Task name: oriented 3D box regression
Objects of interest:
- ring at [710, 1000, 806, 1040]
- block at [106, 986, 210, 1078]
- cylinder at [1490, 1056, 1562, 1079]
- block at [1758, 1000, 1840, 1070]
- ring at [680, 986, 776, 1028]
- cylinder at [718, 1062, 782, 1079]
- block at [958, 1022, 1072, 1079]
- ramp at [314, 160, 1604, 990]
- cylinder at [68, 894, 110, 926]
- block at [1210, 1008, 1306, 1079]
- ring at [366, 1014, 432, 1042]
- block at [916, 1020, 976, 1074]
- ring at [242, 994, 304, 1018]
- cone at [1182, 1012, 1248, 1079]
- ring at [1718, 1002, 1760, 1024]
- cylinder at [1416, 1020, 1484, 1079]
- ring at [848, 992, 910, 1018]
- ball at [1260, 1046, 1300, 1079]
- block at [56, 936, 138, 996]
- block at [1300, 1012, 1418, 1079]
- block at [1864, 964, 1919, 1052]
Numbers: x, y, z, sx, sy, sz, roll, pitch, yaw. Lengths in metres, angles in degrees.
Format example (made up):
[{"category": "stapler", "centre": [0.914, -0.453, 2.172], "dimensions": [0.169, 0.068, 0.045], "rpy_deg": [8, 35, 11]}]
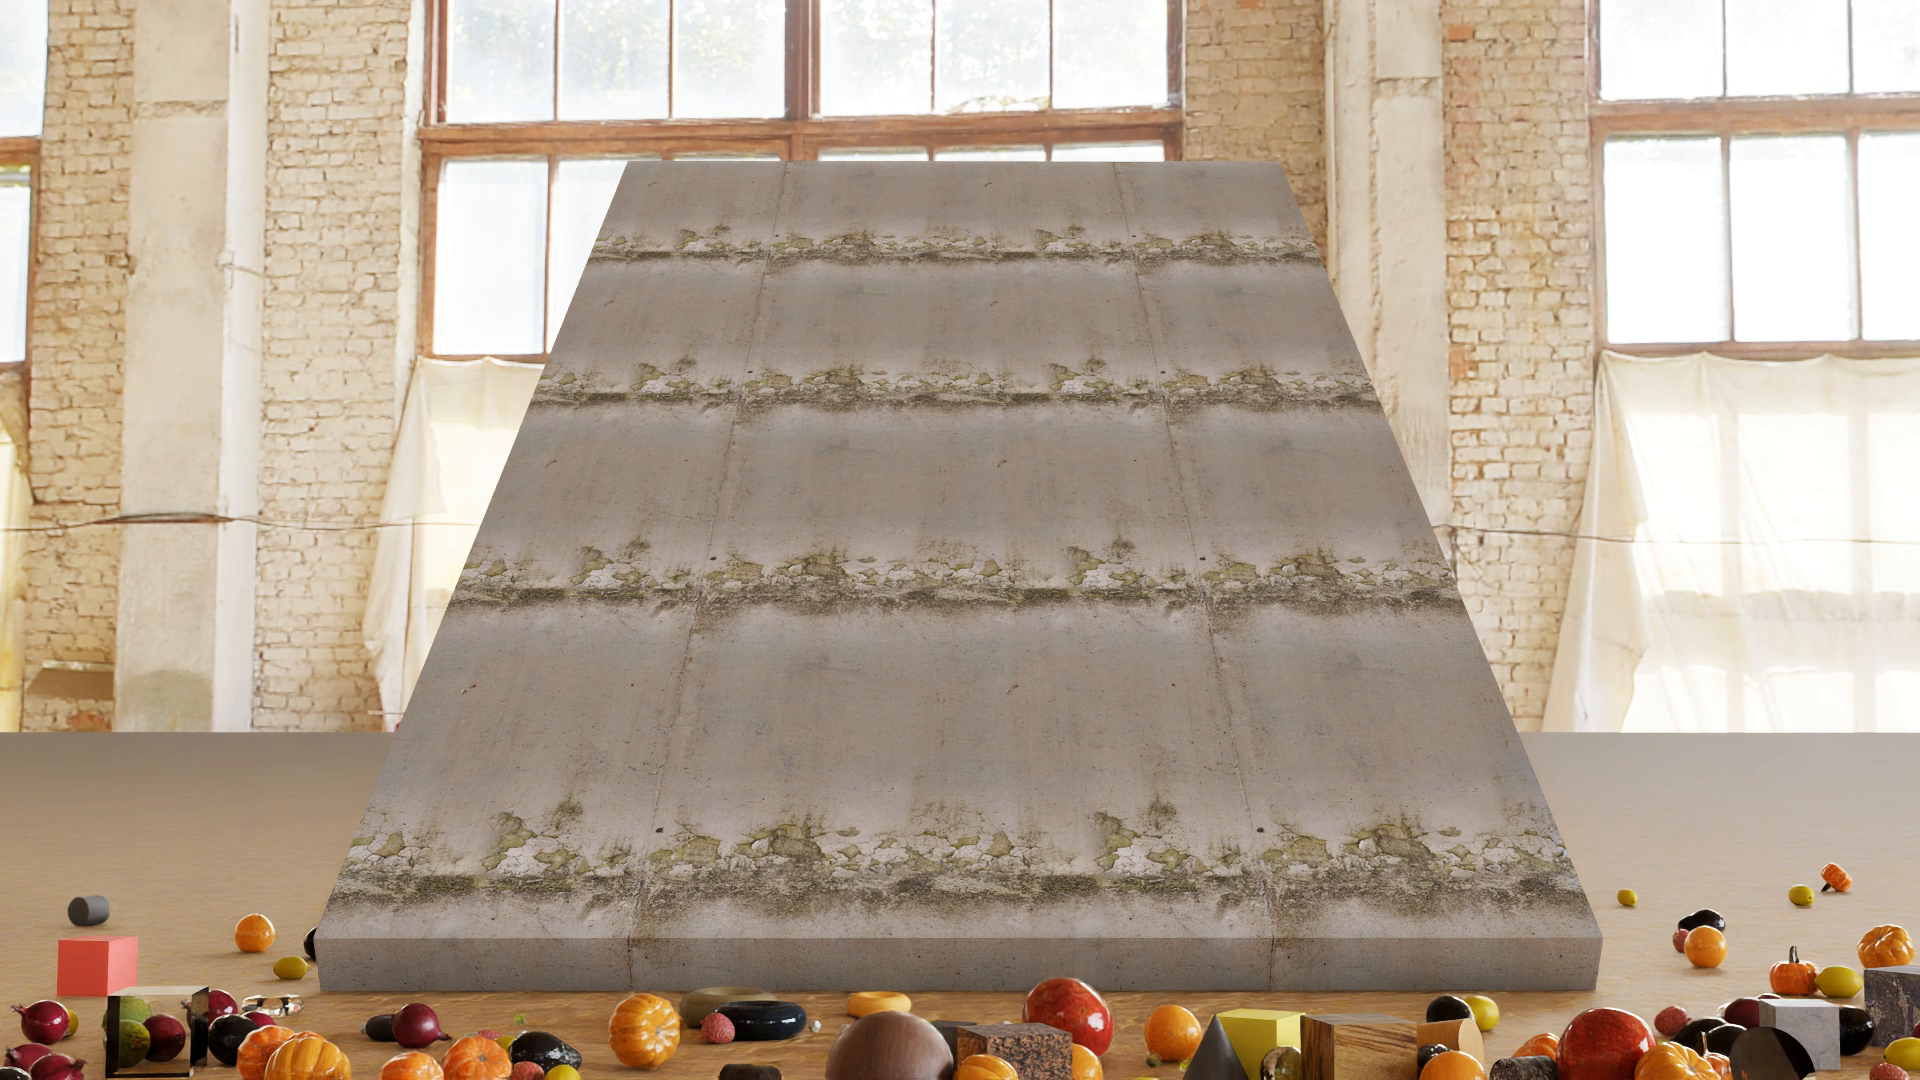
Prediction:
[{"category": "ring", "centre": [-0.270, 0.642, 3.162], "dimensions": [0.131, 0.044, 0.131], "rpy_deg": [0, -6, 0]}, {"category": "block", "centre": [-0.963, 0.590, 2.836], "dimensions": [0.097, 0.097, 0.097], "rpy_deg": [0, -5, -6]}, {"category": "cylinder", "centre": [0.614, 0.589, 2.562], "dimensions": [0.055, 0.055, 0.055], "rpy_deg": [2, -5, -28]}, {"category": "block", "centre": [1.028, 0.605, 2.894], "dimensions": [0.075, 0.075, 0.075], "rpy_deg": [0, -5, 4]}, {"category": "ring", "centre": [-0.320, 0.650, 3.282], "dimensions": [0.140, 0.047, 0.140], "rpy_deg": [1, -3, 0]}, {"category": "cylinder", "centre": [-0.225, 0.588, 2.528], "dimensions": [0.052, 0.052, 0.052], "rpy_deg": [-3, -5, 29]}, {"category": "block", "centre": [0.057, 0.563, 2.487], "dimensions": [0.094, 0.094, 0.094], "rpy_deg": [2, -5, -19]}, {"category": "ramp", "centre": [-0.010, -0.228, 5.475], "dimensions": [2.000, 0.100, 4.000], "rpy_deg": [0, 26, 0]}, {"category": "cylinder", "centre": [-1.813, 0.772, 4.918], "dimensions": [0.059, 0.059, 0.059], "rpy_deg": [-2, 4, 28]}, {"category": "block", "centre": [0.343, 0.587, 2.718], "dimensions": [0.083, 0.083, 0.083], "rpy_deg": [-3, -5, 31]}, {"category": "ring", "centre": [-0.745, 0.648, 3.138], "dimensions": [0.087, 0.029, 0.087], "rpy_deg": [1, -5, 0]}, {"category": "block", "centre": [-0.016, 0.613, 2.858], "dimensions": [0.054, 0.054, 0.054], "rpy_deg": [-2, -5, 25]}, {"category": "ring", "centre": [-0.984, 0.667, 3.381], "dimensions": [0.087, 0.029, 0.087], "rpy_deg": [-1, -6, 0]}, {"category": "cone", "centre": [0.287, 0.577, 2.650], "dimensions": [0.093, 0.093, 0.093], "rpy_deg": [0, -4, 0]}, {"category": "ring", "centre": [1.099, 0.662, 3.305], "dimensions": [0.076, 0.025, 0.076], "rpy_deg": [-1, -5, 0]}, {"category": "cylinder", "centre": [0.559, 0.590, 2.725], "dimensions": [0.068, 0.068, 0.068], "rpy_deg": [-9, -9, 35]}, {"category": "ring", "centre": [-0.116, 0.666, 3.381], "dimensions": [0.092, 0.031, 0.092], "rpy_deg": [0, -3, 0]}, {"category": "ball", "centre": [0.363, 0.593, 2.632], "dimensions": [0.058, 0.058, 0.058], "rpy_deg": [0, -4, 0]}, {"category": "block", "centre": [-1.340, 0.661, 3.670], "dimensions": [0.085, 0.085, 0.085], "rpy_deg": [-1, -5, 10]}, {"category": "block", "centre": [0.433, 0.570, 2.572], "dimensions": [0.095, 0.095, 0.095], "rpy_deg": [1, -5, -14]}, {"category": "block", "centre": [1.245, 0.607, 3.059], "dimensions": [0.098, 0.098, 0.098], "rpy_deg": [3, -5, -33]}]
